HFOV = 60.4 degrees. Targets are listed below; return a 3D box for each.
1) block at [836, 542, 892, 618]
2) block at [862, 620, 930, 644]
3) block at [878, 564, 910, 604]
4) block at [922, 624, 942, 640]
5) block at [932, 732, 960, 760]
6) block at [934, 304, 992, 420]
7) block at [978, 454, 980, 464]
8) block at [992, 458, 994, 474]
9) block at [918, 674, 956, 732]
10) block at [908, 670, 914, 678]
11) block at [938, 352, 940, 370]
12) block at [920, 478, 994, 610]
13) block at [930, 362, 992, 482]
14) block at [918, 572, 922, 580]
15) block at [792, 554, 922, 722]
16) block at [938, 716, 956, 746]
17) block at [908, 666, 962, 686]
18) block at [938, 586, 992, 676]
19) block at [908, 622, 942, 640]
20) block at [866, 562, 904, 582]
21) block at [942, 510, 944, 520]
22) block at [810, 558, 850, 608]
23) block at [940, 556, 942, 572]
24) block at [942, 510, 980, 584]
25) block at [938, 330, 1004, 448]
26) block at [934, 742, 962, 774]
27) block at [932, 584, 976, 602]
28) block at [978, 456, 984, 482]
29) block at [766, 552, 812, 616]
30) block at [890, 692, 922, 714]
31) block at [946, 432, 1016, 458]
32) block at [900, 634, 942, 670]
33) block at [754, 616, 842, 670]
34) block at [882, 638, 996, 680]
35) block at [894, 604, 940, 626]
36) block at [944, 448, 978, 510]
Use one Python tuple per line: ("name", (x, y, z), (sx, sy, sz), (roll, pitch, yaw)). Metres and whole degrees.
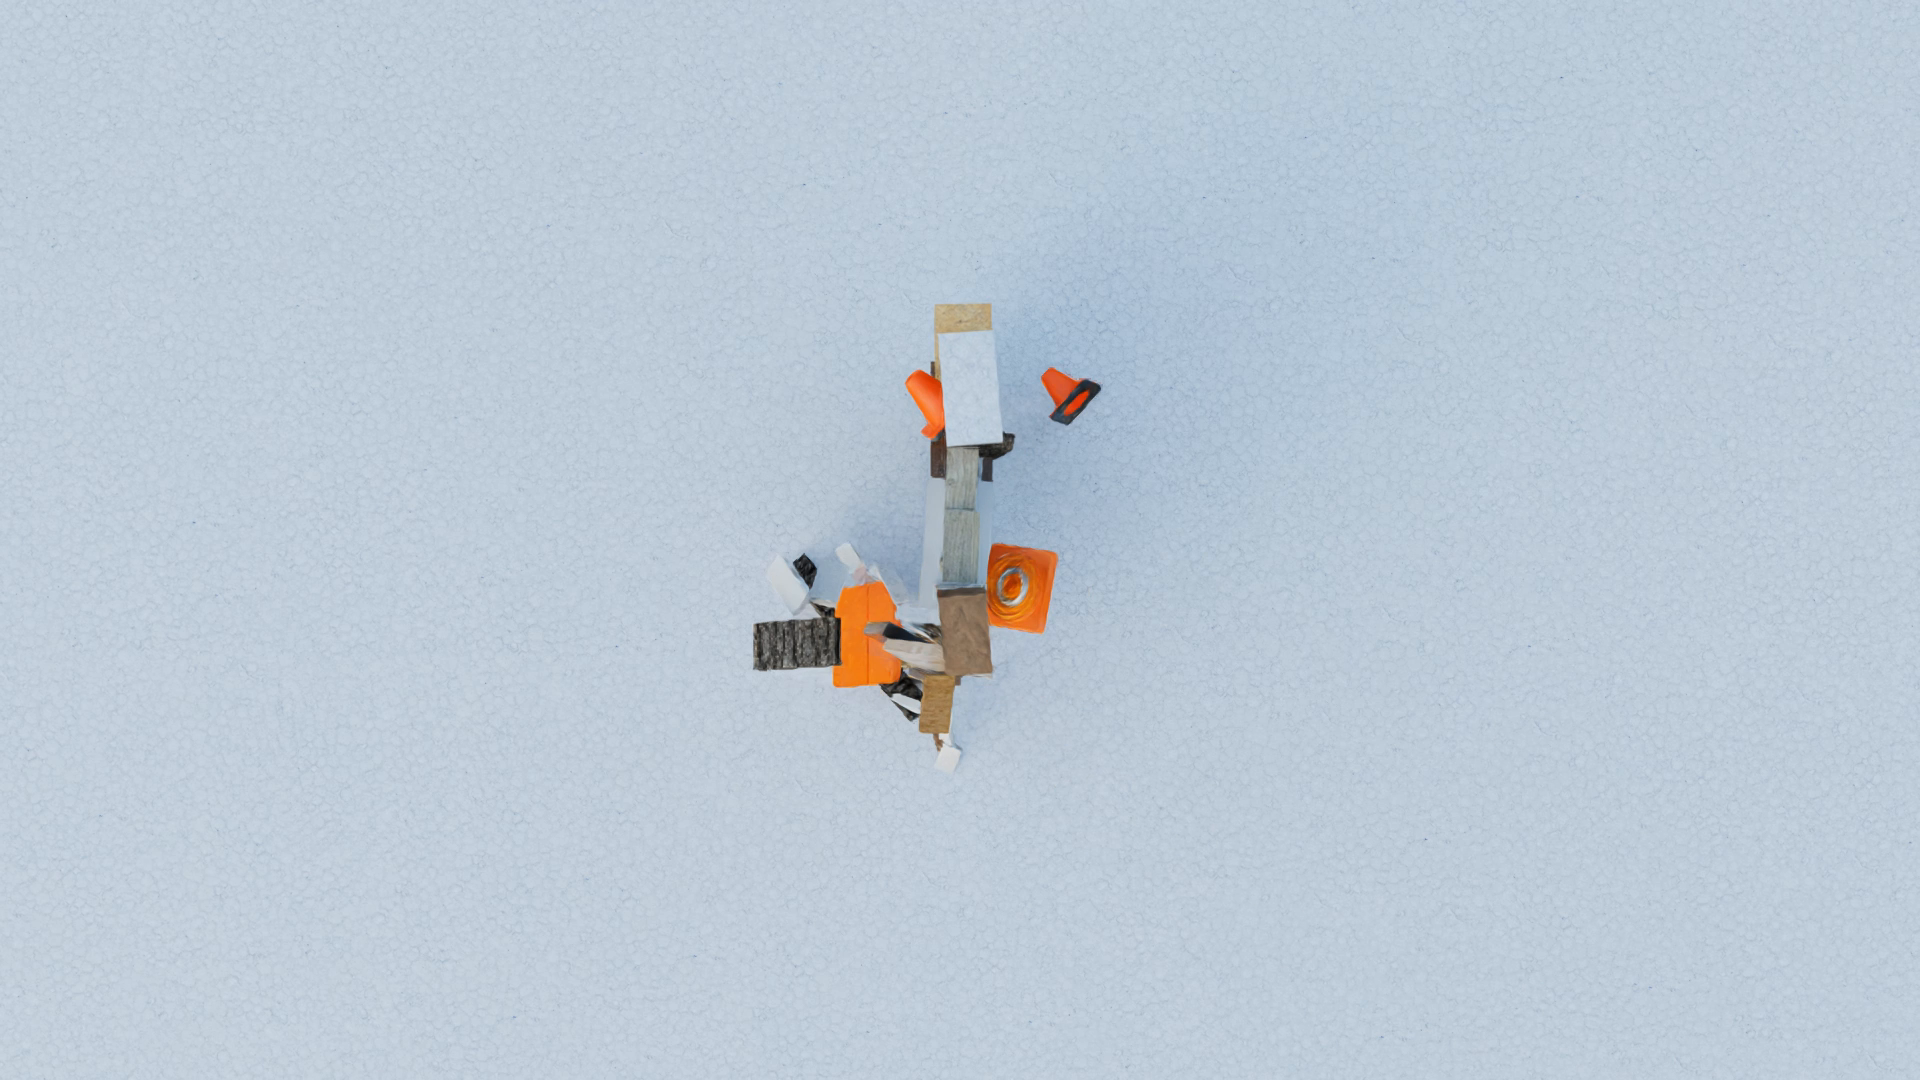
("block", (-0.315, 0.130, 5.426), (0.054, 0.015, 0.273), (-29, 107, 11))
("block", (-0.180, 0.280, 4.684), (0.141, 0.283, 0.040), (28, 81, -12))
("block", (-0.206, 0.137, 5.105), (0.049, 0.161, 0.014), (-17, 135, -14))
("block", (-0.061, 0.244, 4.859), (0.098, 0.014, 0.049), (-41, 80, 5))
("block", (-0.046, 0.676, 5.444), (0.065, 0.018, 0.130), (-2, 129, 19))
("block", (0.010, -0.473, 4.386), (0.152, 0.043, 0.304), (-1, 90, -1))
("block", (0.010, -0.193, 4.304), (0.078, 0.416, 0.022), (7, 86, 1))
("block", (0.007, -0.218, 4.937), (0.175, 0.351, 0.050), (0, 90, -1))
("block", (-0.063, 0.445, 4.495), (0.081, 0.023, 0.163), (2, 104, -18))
("block", (-0.100, 0.433, 5.424), (0.162, 0.081, 0.023), (21, 126, -32))
("block", (0.014, -0.470, 4.227), (0.138, 0.276, 0.039), (-1, 90, -1))
("block", (-0.010, 0.014, 4.278), (0.169, 0.048, 0.337), (4, 89, 0))
("block", (0.004, -0.334, 4.737), (0.176, 0.050, 0.351), (0, 90, -1))
("block", (-0.024, 0.115, 4.564), (0.169, 0.527, 0.048), (-3, 91, -1))
("block", (-0.339, 0.324, 5.463), (0.091, 0.026, 0.654), (-40, 90, -28))
("block", (-0.048, 0.598, 5.335), (0.018, 0.065, 0.130), (-23, 122, -29))
("block", (-0.070, 0.379, 4.604), (0.081, 0.163, 0.023), (0, 96, -28))
("block", (0.013, 0.225, 4.038), (0.117, 0.033, 0.234), (-5, 121, 1))
("block", (-0.106, 0.273, 5.132), (0.107, 0.015, 0.054), (25, 54, 37))
("block", (-0.239, 0.108, 5.233), (0.107, 0.054, 0.015), (29, 53, -27))
("block", (0.000, -0.059, 4.167), (0.089, 0.177, 0.025), (4, 91, 0))
("block", (-0.408, 0.134, 5.134), (0.091, 0.182, 0.026), (15, 130, -1))
("block", (-0.007, 0.063, 4.163), (0.089, 0.177, 0.025), (4, 93, -1))
("block", (0.003, 0.016, 4.063), (0.089, 0.025, 0.177), (2, 89, -1))
("block", (0.025, -0.373, 4.065), (0.138, 0.039, 0.276), (-5, 88, -1))
("block", (-0.039, 0.719, 5.450), (0.065, 0.018, 0.130), (22, 132, 0))
("block", (-0.005, 0.135, 4.132), (0.117, 0.234, 0.033), (2, 91, -3))
("block", (0.018, -0.201, 4.526), (0.086, 0.024, 0.171), (4, 90, -3))
("block", (-0.521, 0.135, 5.024), (0.182, 0.026, 0.091), (52, 121, 31))
("block", (-0.119, 0.465, 4.595), (0.081, 0.163, 0.023), (33, 78, -29))
("block", (0.050, -0.252, 4.300), (0.138, 0.428, 0.039), (8, 89, -4))
("block", (-0.131, 0.348, 5.348), (0.162, 0.023, 0.081), (-34, 60, 25))
("block", (-0.486, 0.311, 4.927), (0.283, 0.040, 0.141), (-6, 80, 26))
("block", (-0.061, 0.311, 4.357), (0.117, 0.473, 0.033), (30, 77, -22))
("block", (-0.081, 0.219, 4.697), (0.141, 0.315, 0.040), (8, 87, 10))
("block", (0.003, -0.149, 4.086), (0.078, 0.022, 0.156), (3, 94, -1))
